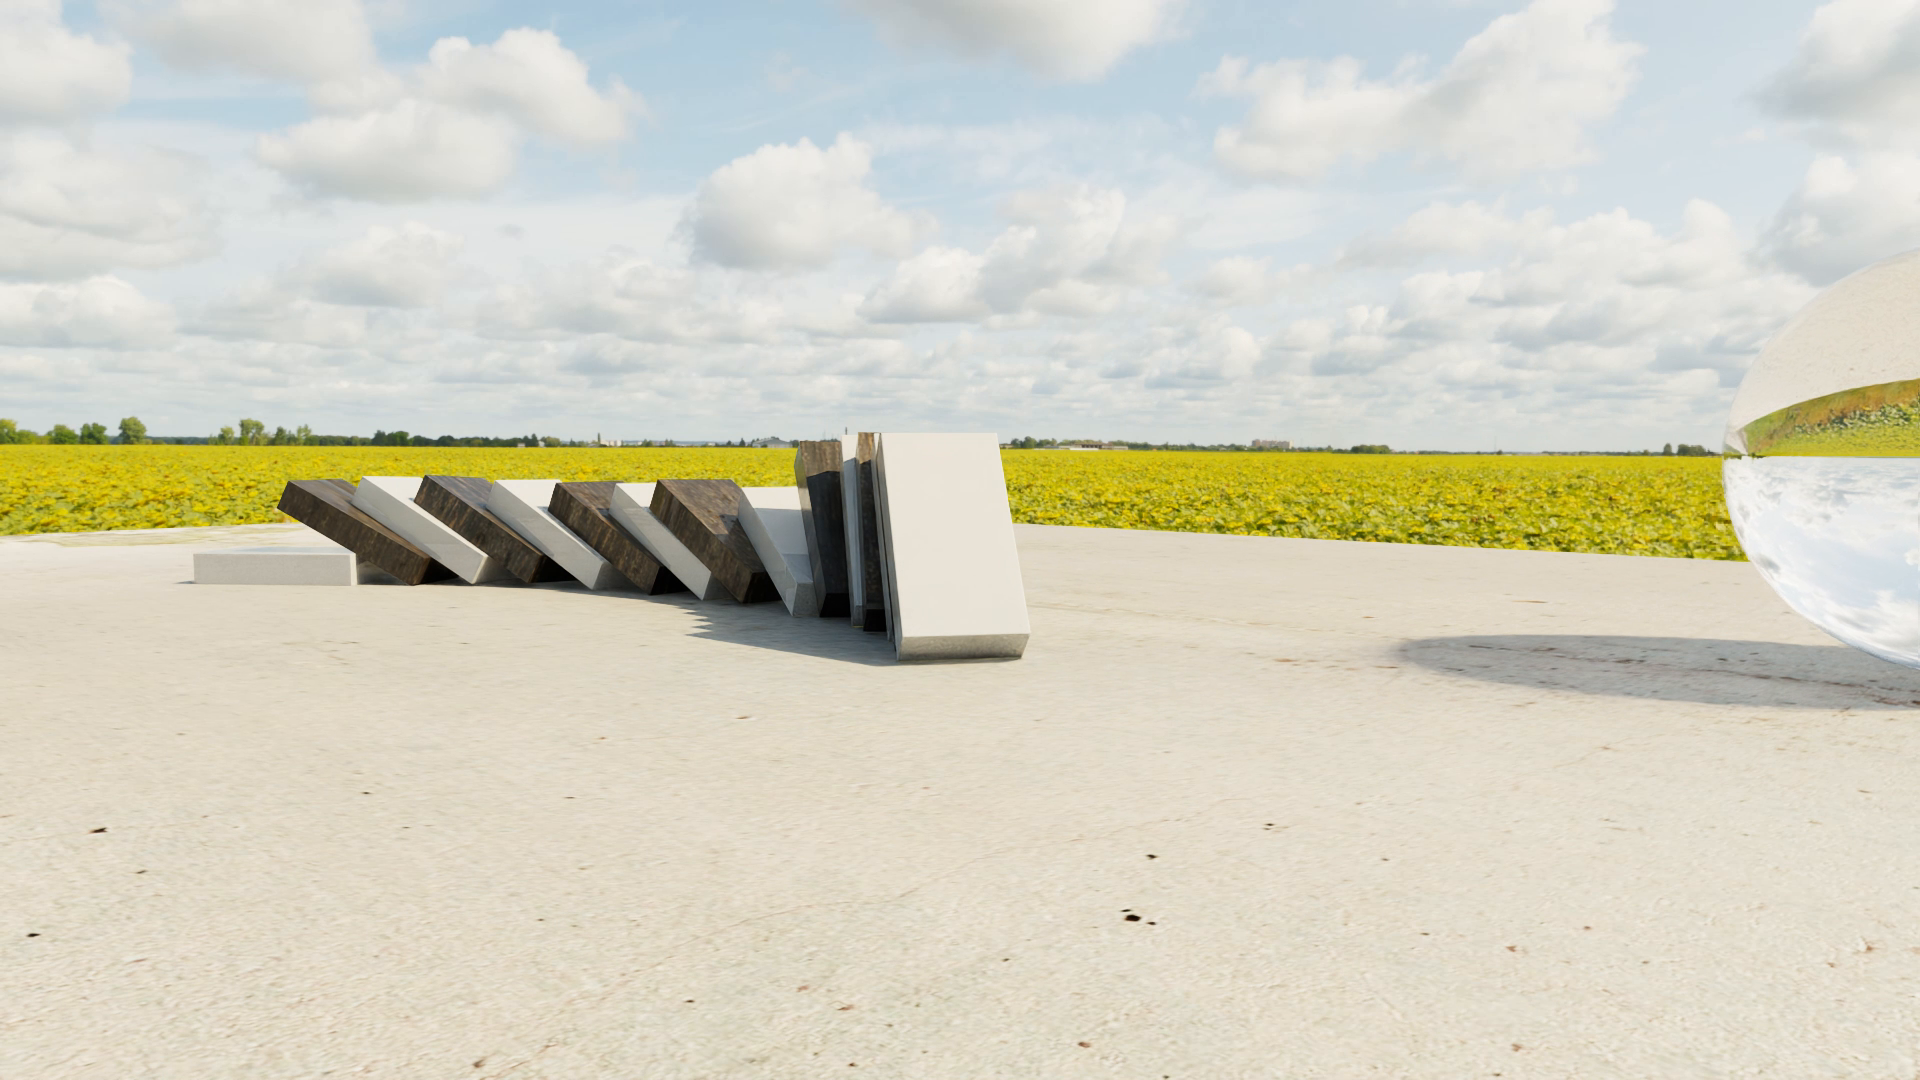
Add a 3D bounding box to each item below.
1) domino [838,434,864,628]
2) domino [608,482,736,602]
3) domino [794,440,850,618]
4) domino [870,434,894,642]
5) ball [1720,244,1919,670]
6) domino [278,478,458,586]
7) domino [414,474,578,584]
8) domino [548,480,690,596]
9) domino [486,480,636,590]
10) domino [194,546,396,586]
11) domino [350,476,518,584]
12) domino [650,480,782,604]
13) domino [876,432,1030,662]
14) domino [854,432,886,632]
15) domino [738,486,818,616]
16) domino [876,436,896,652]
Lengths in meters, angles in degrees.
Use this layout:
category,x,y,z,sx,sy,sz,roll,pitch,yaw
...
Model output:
category,x,y,z,sx,sy,sz,roll,pitch,yaw
domino,-0.015,-0.003,0.311,0.025,0.050,0.010,-1,-35,-10
domino,-0.076,-0.001,0.369,0.025,0.009,0.050,-5,33,-48
domino,-0.026,-0.003,0.325,0.025,0.050,0.010,0,-40,-19
domino,-0.005,-0.001,0.288,0.025,0.050,0.009,-1,-35,-11
ball,0.185,-0.015,0.233,0.080,0.080,0.080,0,4,0
domino,-0.182,-0.003,0.399,0.050,0.010,0.025,28,8,7
domino,-0.141,-0.004,0.396,0.050,0.009,0.025,31,11,19
domino,-0.096,-0.001,0.380,0.050,0.009,0.025,34,22,29
domino,-0.117,-0.002,0.390,0.050,0.009,0.025,32,18,25
domino,-0.206,0.008,0.399,0.050,0.009,0.025,0,4,5
domino,-0.161,-0.004,0.400,0.050,0.010,0.025,30,11,14
domino,-0.062,-0.001,0.356,0.025,0.010,0.050,-3,33,-46
domino,-0.002,0.000,0.264,0.025,0.050,0.010,-1,-35,-11
domino,-0.011,-0.003,0.299,0.025,0.050,0.009,1,-35,-9
domino,-0.040,0.002,0.340,0.025,0.010,0.050,-2,31,-27
domino,-0.003,-0.001,0.276,0.025,0.050,0.009,-1,-35,-11
